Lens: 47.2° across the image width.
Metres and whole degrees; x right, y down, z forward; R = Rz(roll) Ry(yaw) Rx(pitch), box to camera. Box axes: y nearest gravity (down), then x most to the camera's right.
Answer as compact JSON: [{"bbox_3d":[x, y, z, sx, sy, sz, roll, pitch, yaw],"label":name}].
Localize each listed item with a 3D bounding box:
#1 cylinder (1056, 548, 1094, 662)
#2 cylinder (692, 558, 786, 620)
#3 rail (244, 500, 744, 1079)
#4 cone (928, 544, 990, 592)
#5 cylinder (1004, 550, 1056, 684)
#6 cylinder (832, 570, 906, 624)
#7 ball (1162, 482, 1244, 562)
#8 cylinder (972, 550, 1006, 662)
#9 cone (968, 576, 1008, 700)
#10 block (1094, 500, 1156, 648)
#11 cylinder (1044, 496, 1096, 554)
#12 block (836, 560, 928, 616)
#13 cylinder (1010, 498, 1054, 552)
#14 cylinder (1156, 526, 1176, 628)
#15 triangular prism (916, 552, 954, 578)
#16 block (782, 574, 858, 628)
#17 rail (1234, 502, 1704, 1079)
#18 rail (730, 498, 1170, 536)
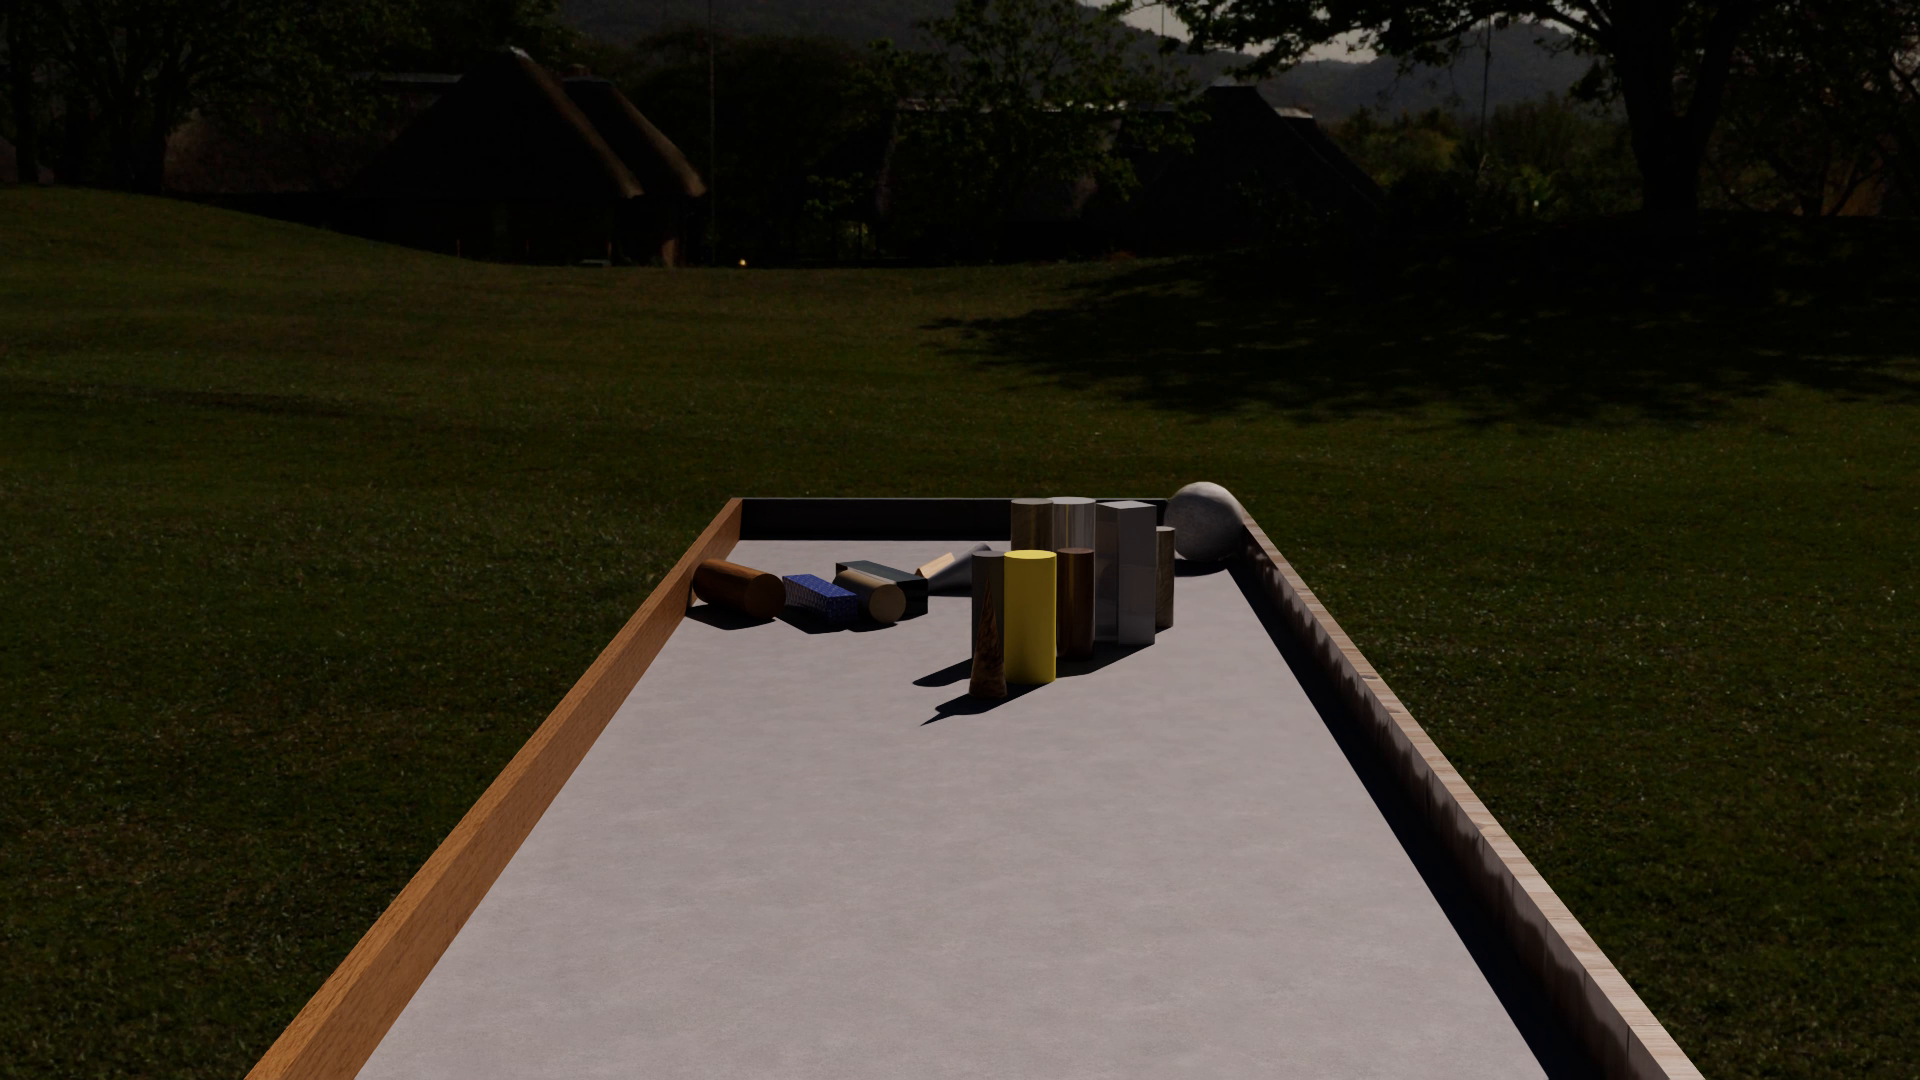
[{"bbox_3d":[0.352,0.197,6.706,0.115,0.333,0.115,0,9,0],"label":"cylinder"},{"bbox_3d":[-0.752,0.166,7.460,0.158,0.158,0.371,-6,11,-34],"label":"cylinder"},{"bbox_3d":[-1.004,0.839,3.234,0.050,0.150,12.000,0,9,1],"label":"rail"},{"bbox_3d":[-0.053,0.143,7.848,0.360,0.165,0.165,-19,16,-24],"label":"cone"},{"bbox_3d":[0.204,0.224,6.409,0.152,0.370,0.152,0,9,0],"label":"cylinder"},{"bbox_3d":[-0.310,0.190,7.384,0.134,0.134,0.311,-5,10,-27],"label":"cylinder"},{"bbox_3d":[0.936,-0.071,8.475,0.307,0.307,0.307,0,9,0],"label":"ball"},{"bbox_3d":[0.092,0.202,6.691,0.114,0.326,0.114,0,9,0],"label":"cylinder"},{"bbox_3d":[0.079,0.265,6.192,0.115,0.358,0.115,0,9,0],"label":"cone"},{"bbox_3d":[0.521,0.106,6.934,0.139,0.440,0.139,-5,10,-29],"label":"block"},{"bbox_3d":[0.354,0.079,7.166,0.172,0.420,0.172,0,9,0],"label":"cylinder"},{"bbox_3d":[-0.273,0.165,7.586,0.120,0.120,0.438,-5,10,-31],"label":"block"},{"bbox_3d":[0.226,0.103,6.909,0.134,0.454,0.134,0,9,0],"label":"cylinder"},{"bbox_3d":[0.652,0.122,7.211,0.101,0.322,0.101,0,9,0],"label":"cylinder"},{"bbox_3d":[-0.092,0.112,8.034,0.092,0.079,0.372,3,9,17],"label":"triangular prism"},{"bbox_3d":[-0.475,0.203,7.399,0.103,0.103,0.440,-4,10,-24],"label":"block"},{"bbox_3d":[1.046,0.843,3.208,0.050,0.150,12.000,0,9,1],"label":"rail"},{"bbox_3d":[0.099,-0.098,9.147,2.100,0.150,0.050,0,9,1],"label":"rail"}]
